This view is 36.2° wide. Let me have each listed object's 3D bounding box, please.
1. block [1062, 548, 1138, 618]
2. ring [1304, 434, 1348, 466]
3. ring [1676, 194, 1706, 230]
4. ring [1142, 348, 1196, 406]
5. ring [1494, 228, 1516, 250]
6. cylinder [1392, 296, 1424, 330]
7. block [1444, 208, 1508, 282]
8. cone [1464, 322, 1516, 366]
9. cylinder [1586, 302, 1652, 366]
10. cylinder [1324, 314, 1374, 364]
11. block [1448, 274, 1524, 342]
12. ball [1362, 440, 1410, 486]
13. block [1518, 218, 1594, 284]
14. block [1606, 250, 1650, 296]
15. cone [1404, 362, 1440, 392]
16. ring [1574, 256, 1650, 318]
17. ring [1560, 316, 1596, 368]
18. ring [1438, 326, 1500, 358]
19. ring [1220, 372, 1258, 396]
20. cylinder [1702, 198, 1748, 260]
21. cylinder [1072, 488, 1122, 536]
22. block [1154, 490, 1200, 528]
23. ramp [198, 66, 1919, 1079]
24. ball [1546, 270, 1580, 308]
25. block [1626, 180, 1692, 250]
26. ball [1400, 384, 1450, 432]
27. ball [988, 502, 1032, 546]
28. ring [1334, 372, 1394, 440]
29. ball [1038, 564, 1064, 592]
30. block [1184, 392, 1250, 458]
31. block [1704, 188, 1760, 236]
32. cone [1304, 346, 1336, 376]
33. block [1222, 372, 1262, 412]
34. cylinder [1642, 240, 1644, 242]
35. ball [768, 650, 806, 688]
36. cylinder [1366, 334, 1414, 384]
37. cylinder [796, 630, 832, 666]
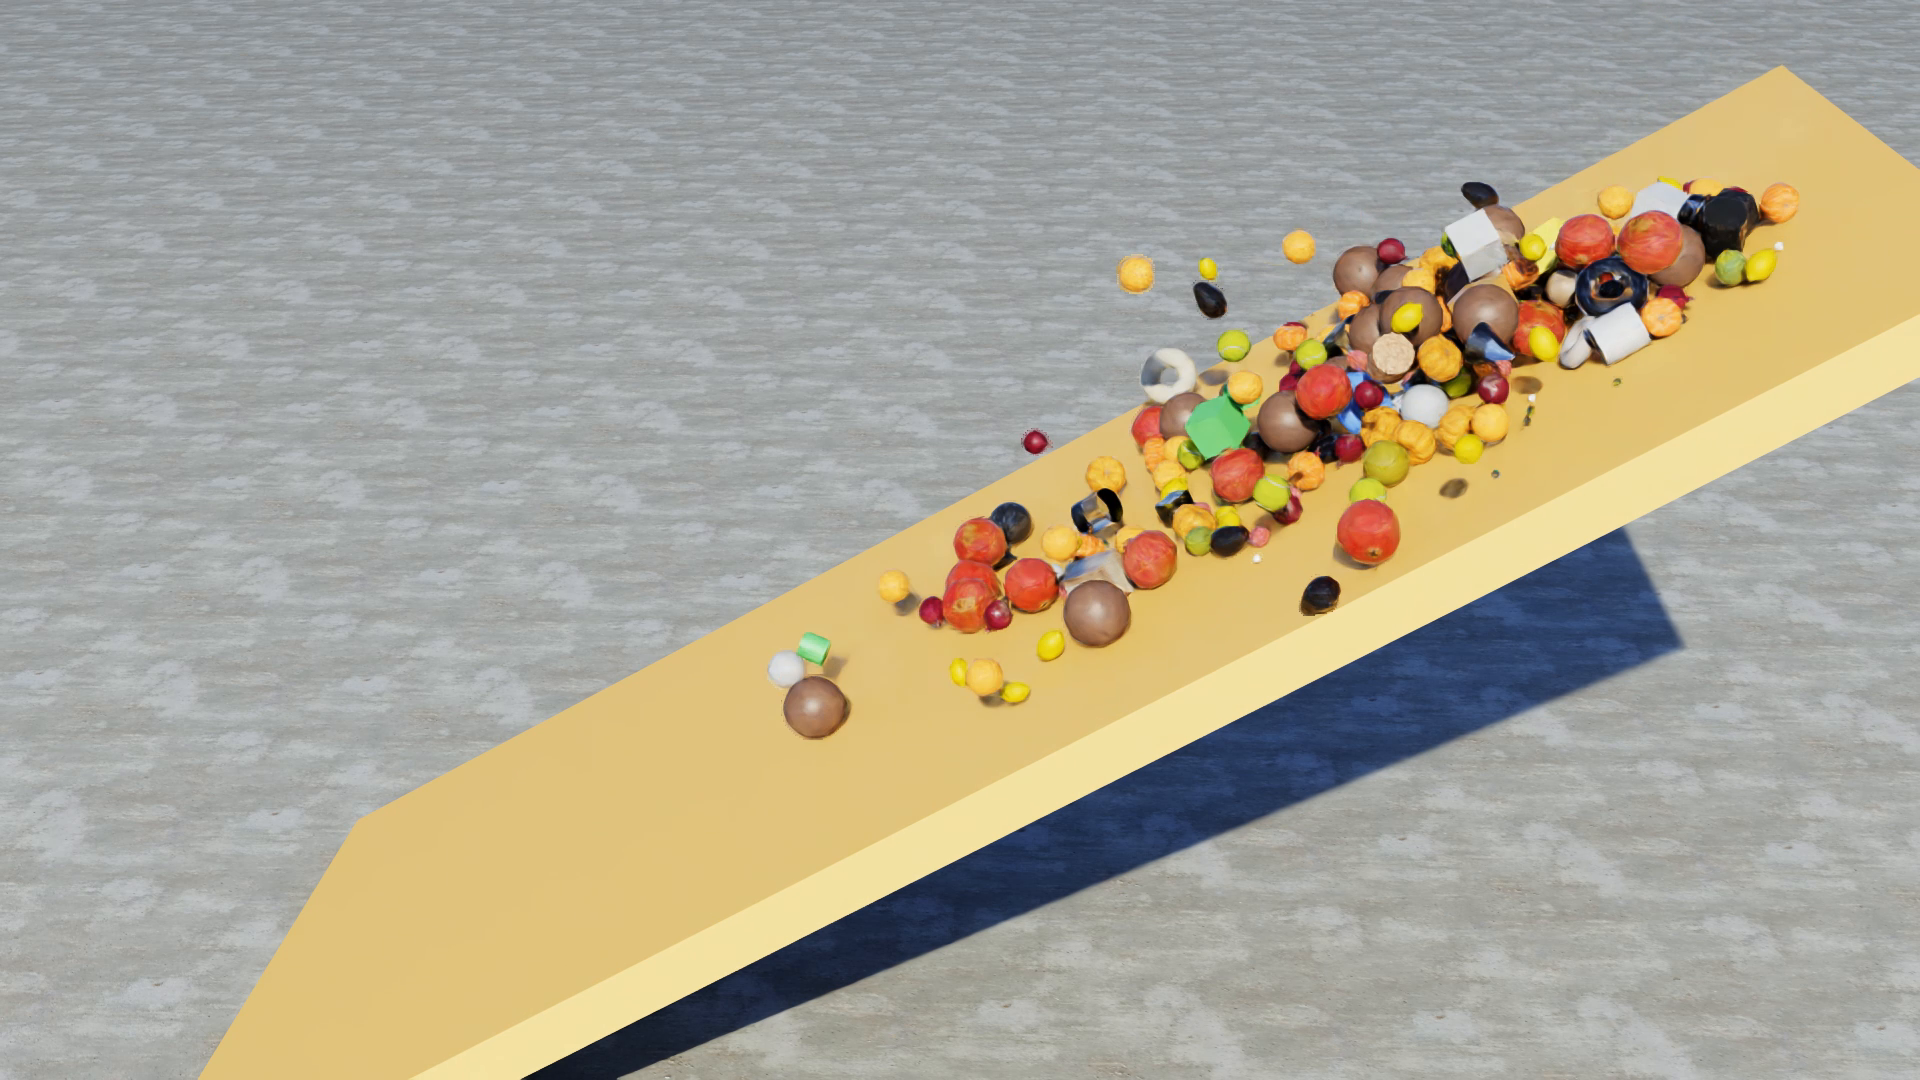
[{"bbox_3d":[0.280,0.087,5.891,0.091,0.091,0.091,-18,19,41],"label":"block"},{"bbox_3d":[0.747,-0.183,5.984,0.098,0.033,0.098,-28,15,8],"label":"ring"},{"bbox_3d":[1.441,-0.646,5.798,0.026,0.078,0.078,33,34,30],"label":"ring"},{"bbox_3d":[0.490,-0.383,6.891,0.136,0.136,0.045,8,-2,23],"label":"ring"},{"bbox_3d":[1.102,-0.625,6.111,0.106,0.035,0.106,8,-3,0],"label":"ring"},{"bbox_3d":[0.989,-0.499,6.485,0.063,0.063,0.063,5,-7,16],"label":"cylinder"},{"bbox_3d":[1.042,-0.595,5.932,0.086,0.086,0.086,-27,53,7],"label":"block"},{"bbox_3d":[1.016,-0.358,5.567,0.088,0.088,0.088,24,29,33],"label":"cone"},{"bbox_3d":[1.244,-0.389,5.558,0.090,0.090,0.090,-29,17,7],"label":"cylinder"},{"bbox_3d":[0.823,-0.425,6.230,0.076,0.076,0.076,-14,-20,-37],"label":"cylinder"},{"bbox_3d":[1.050,-0.463,5.881,0.092,0.092,0.092,-16,19,42],"label":"block"},{"bbox_3d":[0.812,-0.146,5.608,0.091,0.091,0.091,0,18,0],"label":"ball"},{"bbox_3d":[1.245,-0.599,6.142,0.097,0.097,0.097,10,-35,-45],"label":"block"},{"bbox_3d":[1.294,-0.504,5.819,0.092,0.092,0.092,-33,11,12],"label":"block"},{"bbox_3d":[0.917,-0.328,5.824,0.072,0.072,0.072,-2,42,2],"label":"cone"},{"bbox_3d":[1.258,-0.483,5.680,0.143,0.143,0.048,7,-23,19],"label":"ring"},{"bbox_3d":[1.195,-0.380,5.667,0.037,0.112,0.112,27,17,-8],"label":"ring"},{"bbox_3d":[1.063,-0.424,6.133,0.139,0.046,0.139,-27,15,8],"label":"ring"},{"bbox_3d":[0.642,-0.353,6.767,0.098,0.033,0.098,-29,15,9],"label":"ring"},{"bbox_3d":[1.491,-0.606,5.736,0.083,0.083,0.083,-5,53,7],"label":"cylinder"},{"bbox_3d":[0.288,-0.059,6.188,0.077,0.077,0.077,-28,-4,41],"label":"cylinder"},{"bbox_3d":[0.452,-0.064,6.124,0.056,0.056,0.056,-39,16,-28],"label":"block"},{"bbox_3d":[0.142,0.168,6.284,4.000,0.100,2.000,-28,15,12],"label":"ramp"},{"bbox_3d":[1.217,-0.506,5.918,0.078,0.078,0.078,0,18,0],"label":"ball"},{"bbox_3d":[1.397,-0.646,5.853,0.092,0.092,0.092,31,37,28],"label":"block"},{"bbox_3d":[0.913,-0.260,5.777,0.096,0.096,0.096,0,18,0],"label":"ball"},{"bbox_3d":[0.114,-0.036,6.624,0.099,0.099,0.099,0,18,0],"label":"ball"},{"bbox_3d":[0.812,-0.271,5.927,0.048,0.145,0.145,-29,32,-33],"label":"ring"},{"bbox_3d":[0.194,0.079,6.155,0.059,0.059,0.059,0,18,0],"label":"ball"},{"bbox_3d":[0.542,-0.240,6.189,0.087,0.087,0.087,-20,24,37],"label":"block"},{"bbox_3d":[1.528,-0.641,5.817,0.069,0.069,0.069,-45,41,-21],"label":"block"},{"bbox_3d":[0.808,-0.397,6.586,0.067,0.067,0.067,4,19,19],"label":"cone"},{"bbox_3d":[0.637,-0.331,6.646,0.061,0.061,0.061,-25,15,23],"label":"block"},{"bbox_3d":[1.441,-0.663,6.084,0.073,0.073,0.073,-10,-13,-29],"label":"cylinder"},{"bbox_3d":[-0.386,0.288,6.564,0.085,0.085,0.085,0,18,0],"label":"ball"},{"bbox_3d":[0.835,-0.351,5.707,0.082,0.082,0.082,0,-11,-1],"label":"cylinder"},{"bbox_3d":[-0.309,0.230,6.234,0.057,0.057,0.057,22,21,5],"label":"cylinder"}]
